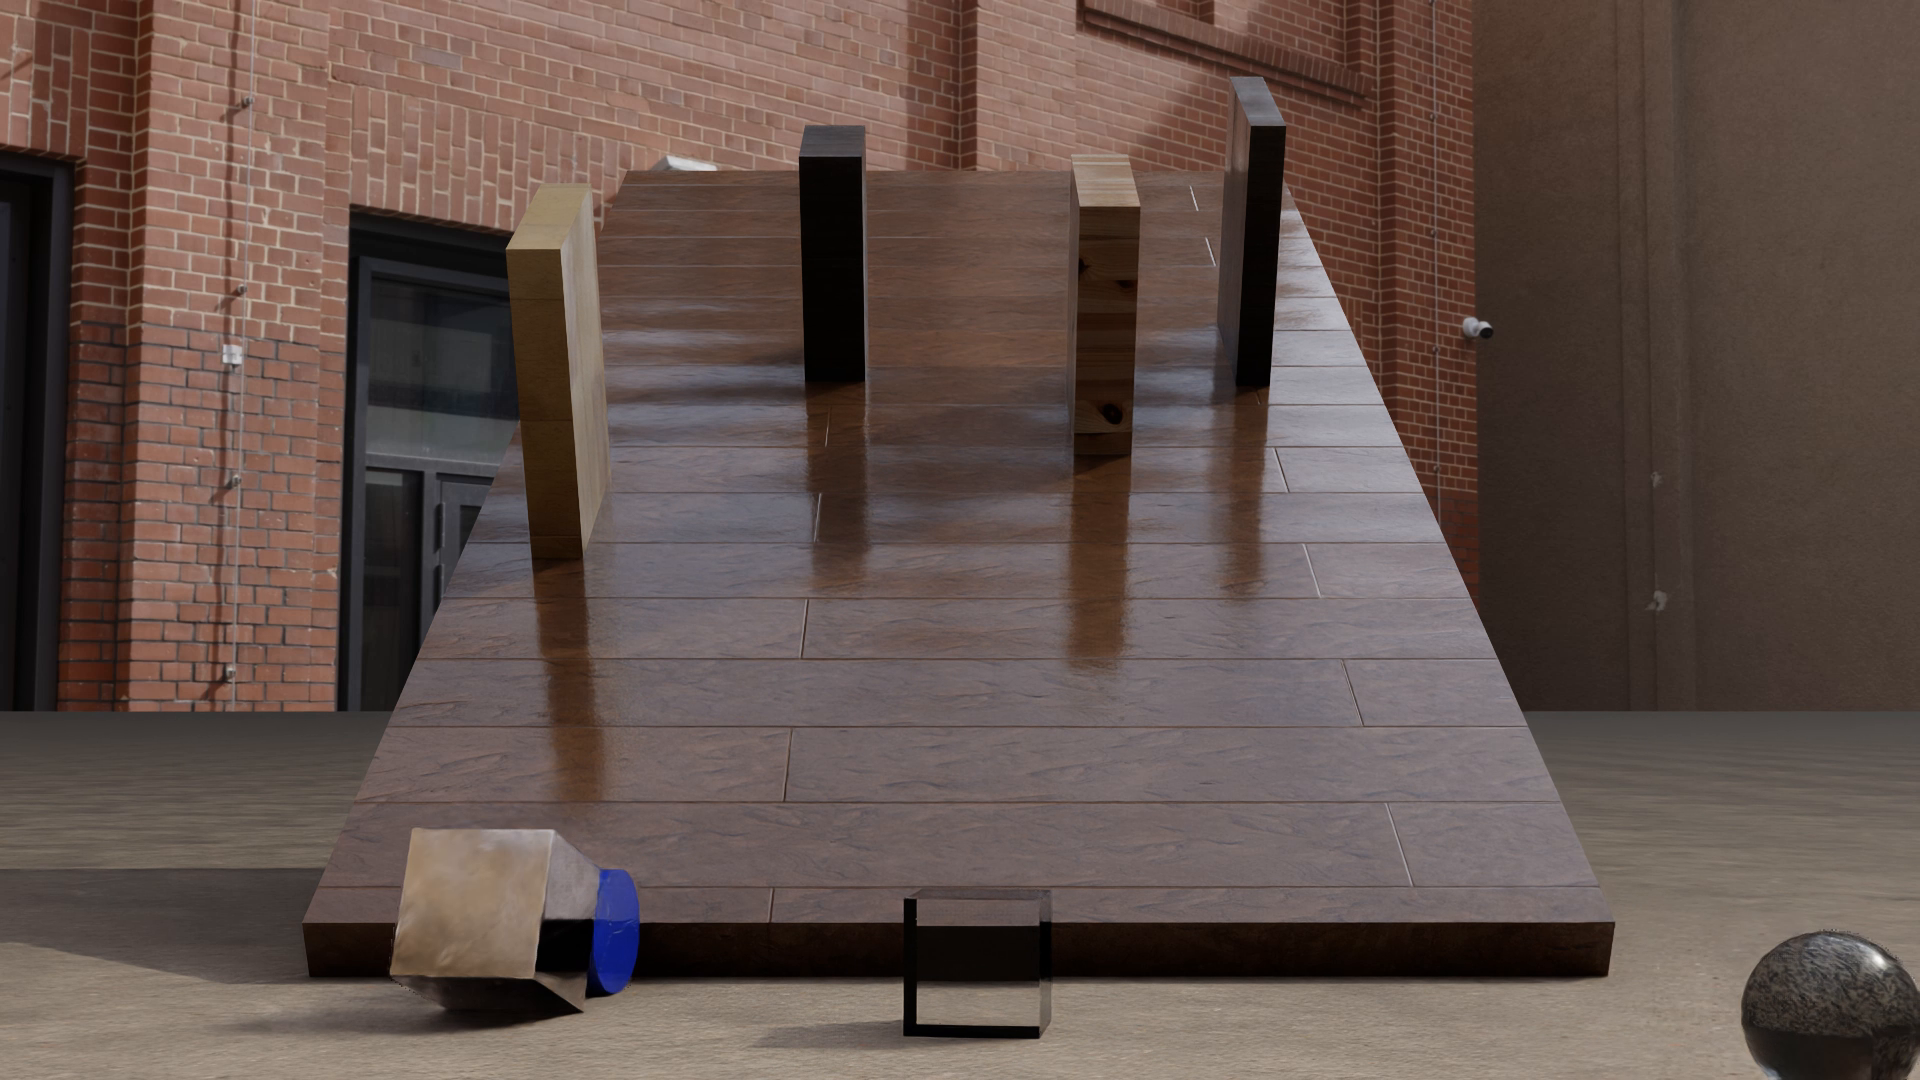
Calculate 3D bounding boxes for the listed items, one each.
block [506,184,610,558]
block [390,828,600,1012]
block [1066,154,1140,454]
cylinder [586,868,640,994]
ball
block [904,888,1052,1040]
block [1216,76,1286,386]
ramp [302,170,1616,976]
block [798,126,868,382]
[{"bbox_3d":[-0.810,-0.349,4.776,0.103,0.649,0.429,0,25,0],"label":"block"},{"bbox_3d":[-0.622,0.514,3.166,0.199,0.199,0.199,-1,-24,11],"label":"block"},{"bbox_3d":[0.316,-0.531,5.257,0.128,0.571,0.393,0,25,0],"label":"block"},{"bbox_3d":[-0.585,0.570,3.432,0.180,0.180,0.180,-1,-4,14],"label":"cylinder"},{"bbox_3d":[0.910,0.500,2.450,0.181,0.181,0.181,0,-4,0],"label":"ball"},{"bbox_3d":[0.025,0.546,3.042,0.172,0.172,0.172,-1,-4,7],"label":"block"},{"bbox_3d":[0.696,-0.747,5.643,0.081,0.631,0.445,0,25,0],"label":"block"},{"bbox_3d":[-0.009,-0.229,5.401,2.000,0.100,4.000,0,25,0],"label":"ramp"},{"bbox_3d":[-0.298,-0.685,5.602,0.144,0.550,0.266,0,25,0],"label":"block"}]
